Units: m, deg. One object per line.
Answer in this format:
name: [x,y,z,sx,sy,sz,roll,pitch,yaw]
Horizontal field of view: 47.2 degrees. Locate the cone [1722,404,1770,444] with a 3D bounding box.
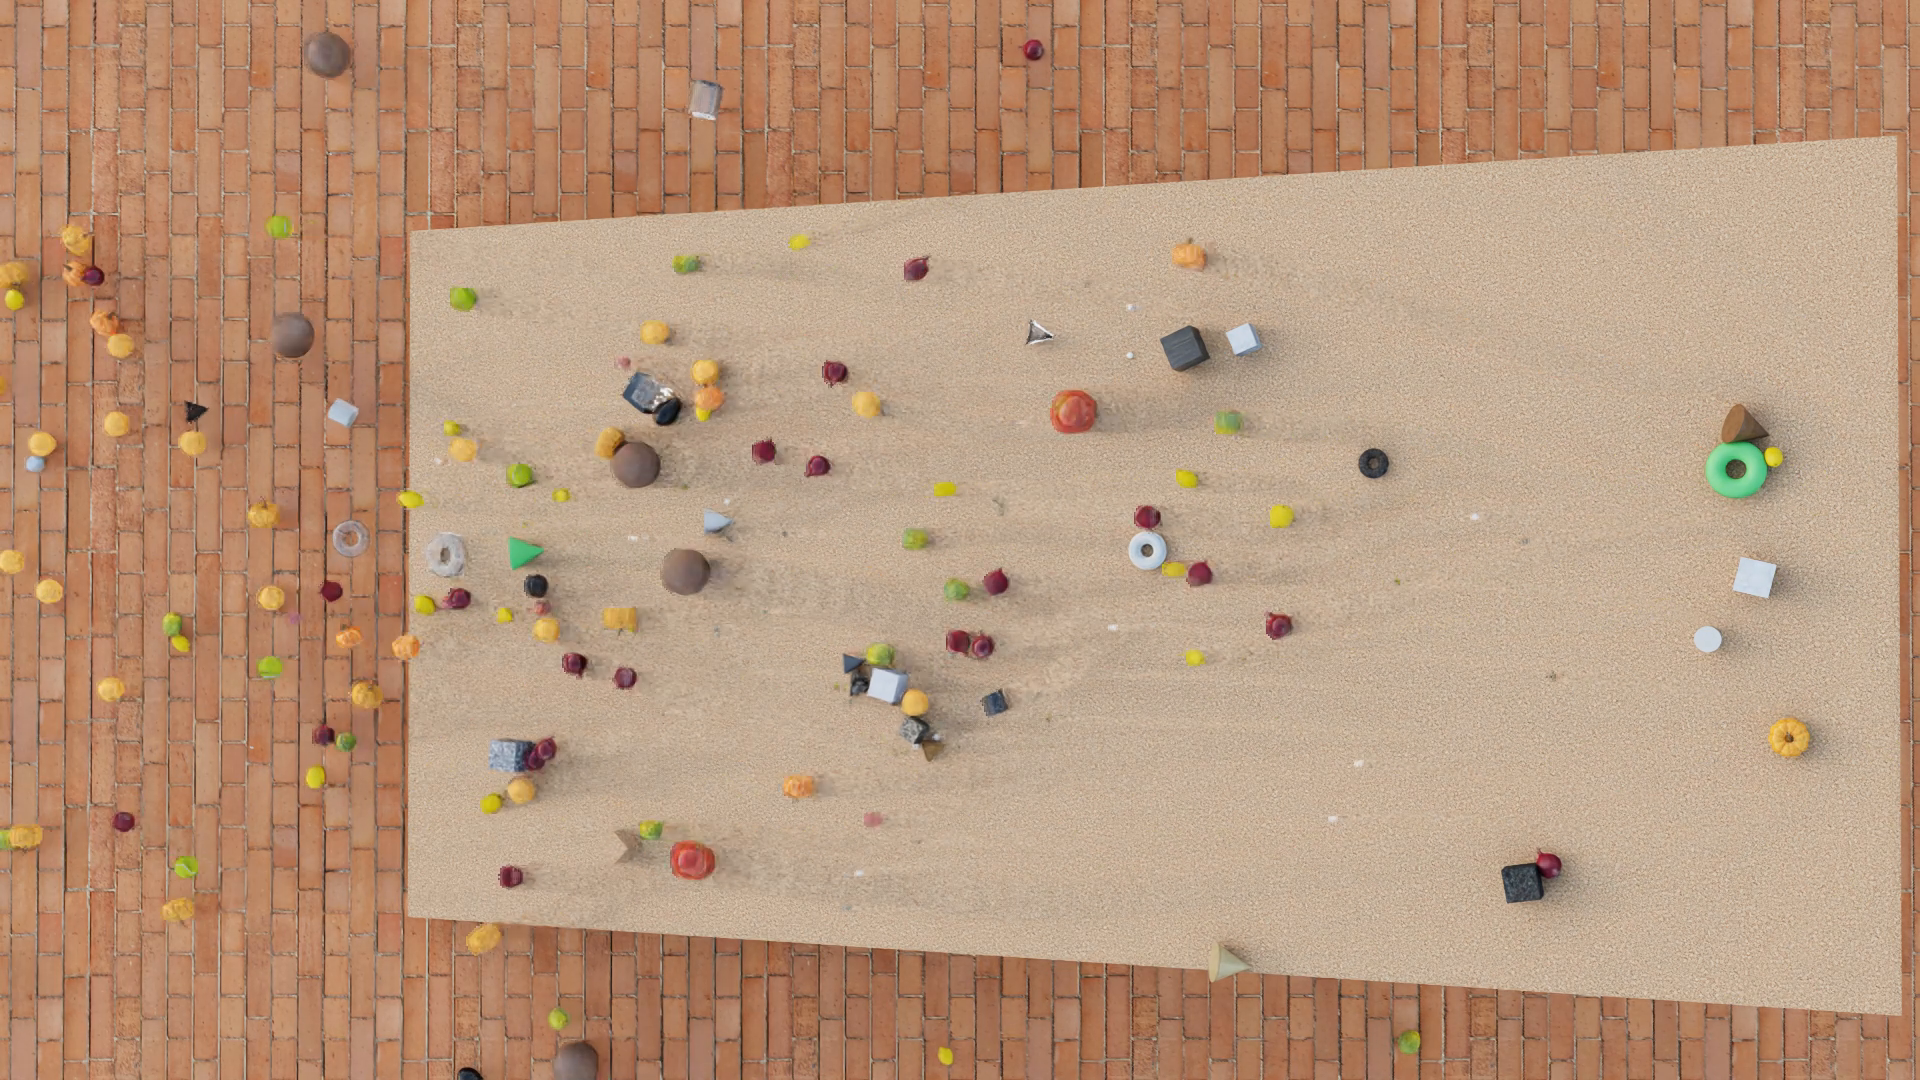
cone: [1.833,-0.255,5.092,0.096,0.096,0.096,17,89,-7]

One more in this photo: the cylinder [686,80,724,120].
cylinder: [-0.750,-1.296,6.477,0.093,0.093,0.093,11,89,0]

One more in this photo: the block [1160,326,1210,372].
block: [0.568,-0.483,5.552,0.084,0.084,0.084,-25,81,19]

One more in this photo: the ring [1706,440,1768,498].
ring: [1.801,-0.164,5.102,0.136,0.045,0.136,0,91,20]

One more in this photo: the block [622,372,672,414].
block: [-0.868,-0.406,6.095,0.082,0.082,0.082,39,102,17]

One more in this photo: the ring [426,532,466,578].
ring: [-1.482,0.044,6.343,0.134,0.045,0.134,0,90,20]

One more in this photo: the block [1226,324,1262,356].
block: [0.712,-0.501,5.510,0.060,0.060,0.060,-24,81,19]

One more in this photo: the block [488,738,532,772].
block: [-1.276,0.610,6.236,0.083,0.083,0.083,5,91,21]

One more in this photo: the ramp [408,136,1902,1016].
ramp: [0.282,0.088,5.751,4.000,0.100,2.000,0,89,21]

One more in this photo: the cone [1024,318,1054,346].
cone: [0.211,-0.534,5.715,0.072,0.072,0.072,10,89,-7]

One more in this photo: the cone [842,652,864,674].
cone: [-0.282,0.328,5.894,0.059,0.059,0.059,-6,89,-6]

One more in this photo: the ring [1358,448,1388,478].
ring: [1.017,-0.188,5.410,0.075,0.025,0.075,-1,88,22]

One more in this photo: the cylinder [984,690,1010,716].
cylinder: [0.094,0.427,5.735,0.053,0.053,0.053,-23,81,0]

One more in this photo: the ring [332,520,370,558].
ring: [-1.796,-0.004,6.488,0.115,0.038,0.115,0,90,-1]

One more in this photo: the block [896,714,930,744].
block: [-0.123,0.502,5.816,0.055,0.055,0.055,34,101,18]

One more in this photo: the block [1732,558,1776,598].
block: [1.832,0.086,5.069,0.079,0.079,0.079,14,94,20]

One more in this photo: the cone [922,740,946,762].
cone: [-0.063,0.547,5.807,0.062,0.062,0.062,-17,89,-7]

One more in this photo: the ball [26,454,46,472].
ball: [-2.726,-0.225,6.484,0.052,0.052,0.052,0,89,0]

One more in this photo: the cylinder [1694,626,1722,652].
cylinder: [1.739,0.230,5.112,0.060,0.060,0.060,0,89,21]

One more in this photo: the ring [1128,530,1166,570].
ring: [0.478,0.027,5.607,0.100,0.033,0.100,0,90,20]

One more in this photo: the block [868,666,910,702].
block: [-0.190,0.384,5.832,0.075,0.075,0.075,15,95,20]

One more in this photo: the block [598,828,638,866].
block: [-0.949,0.854,6.118,0.067,0.067,0.067,-47,75,14]

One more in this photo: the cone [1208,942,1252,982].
cone: [0.685,1.064,5.509,0.099,0.099,0.099,8,89,-6]

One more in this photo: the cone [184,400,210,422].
cone: [-2.250,-0.384,6.497,0.065,0.065,0.065,-10,89,-27]

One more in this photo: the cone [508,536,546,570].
cone: [-1.224,0.033,6.245,0.099,0.099,0.099,-5,89,-6]

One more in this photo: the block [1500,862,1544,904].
block: [1.342,0.817,5.245,0.079,0.079,0.079,-11,85,20]
